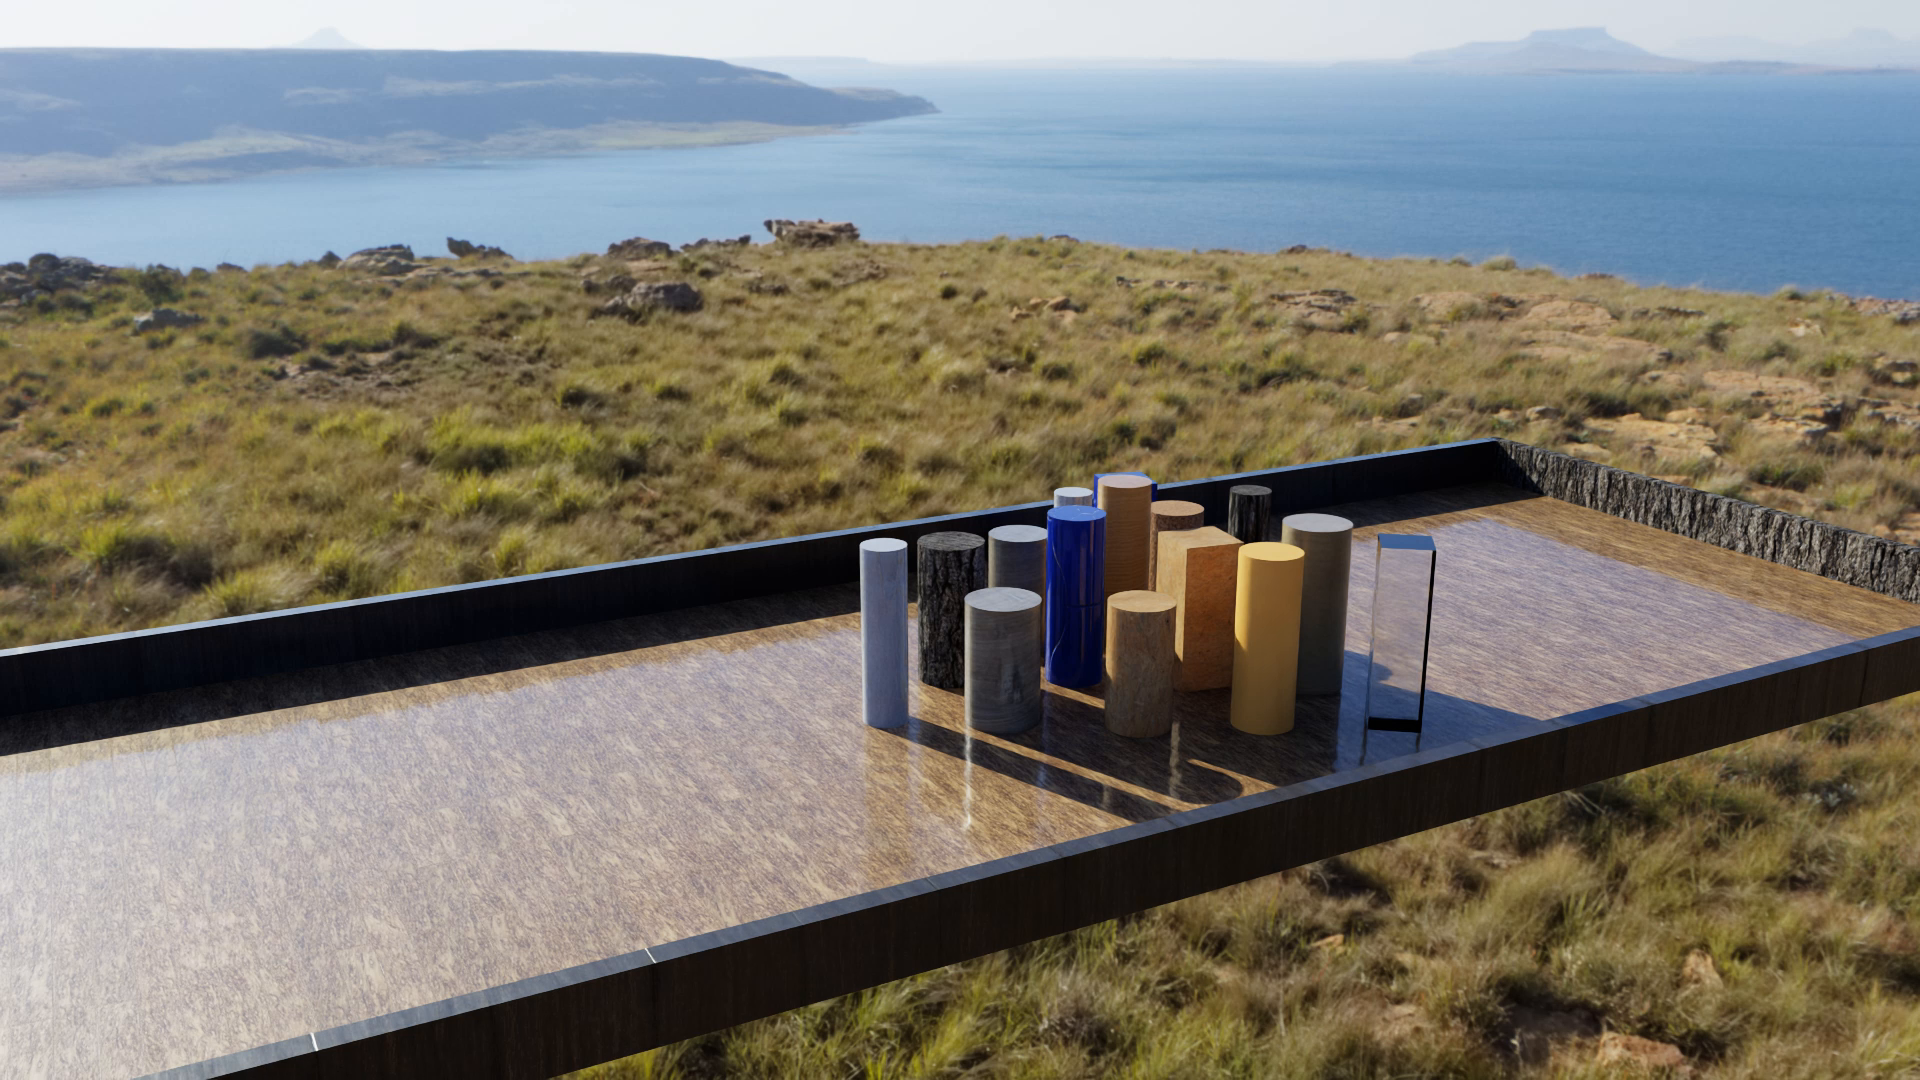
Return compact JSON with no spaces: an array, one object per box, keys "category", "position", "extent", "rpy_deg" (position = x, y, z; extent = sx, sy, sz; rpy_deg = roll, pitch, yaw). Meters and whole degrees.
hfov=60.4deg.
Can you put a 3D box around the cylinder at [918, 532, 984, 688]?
[{"category":"cylinder","position":[-0.022,0.174,4.129],"extent":[0.167,0.358,0.167],"rpy_deg":[0,16,0]}]

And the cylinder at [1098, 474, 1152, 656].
[{"category":"cylinder","position":[0.425,0.068,4.315],"extent":[0.139,0.457,0.139],"rpy_deg":[0,16,0]}]

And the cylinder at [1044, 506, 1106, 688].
[{"category":"cylinder","position":[0.287,0.140,4.113],"extent":[0.146,0.431,0.146],"rpy_deg":[0,16,0]}]

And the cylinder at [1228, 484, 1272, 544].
[{"category":"cylinder","position":[0.750,0.080,4.313],"extent":[0.107,0.434,0.107],"rpy_deg":[0,16,0]}]

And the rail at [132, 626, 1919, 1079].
[{"category":"rail","position":[-2.336,1.006,1.665],"extent":[12.000,0.150,0.050],"rpy_deg":[-9,18,-27]}]

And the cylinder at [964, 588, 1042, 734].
[{"category":"cylinder","position":[0.100,0.281,3.866],"extent":[0.179,0.300,0.179],"rpy_deg":[0,16,0]}]

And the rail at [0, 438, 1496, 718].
[{"category":"rail","position":[-3.305,0.497,3.399],"extent":[12.000,0.150,0.050],"rpy_deg":[-9,18,-27]}]

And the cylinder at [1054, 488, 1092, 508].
[{"category":"cylinder","position":[0.313,0.036,4.605],"extent":[0.107,0.353,0.107],"rpy_deg":[0,16,0]}]

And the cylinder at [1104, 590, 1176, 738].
[{"category":"cylinder","position":[0.419,0.287,3.836],"extent":[0.159,0.306,0.159],"rpy_deg":[0,16,0]}]

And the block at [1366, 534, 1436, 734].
[{"category":"block","position":[1.022,0.216,3.834],"extent":[0.121,0.442,0.121],"rpy_deg":[3,17,10]}]

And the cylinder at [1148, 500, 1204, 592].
[{"category":"cylinder","position":[0.591,0.063,4.585],"extent":[0.161,0.314,0.161],"rpy_deg":[0,16,0]}]

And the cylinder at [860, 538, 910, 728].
[{"category":"cylinder","position":[-0.176,0.218,3.849],"extent":[0.110,0.431,0.110],"rpy_deg":[0,16,0]}]

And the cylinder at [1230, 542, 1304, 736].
[{"category":"cylinder","position":[0.712,0.228,3.829],"extent":[0.148,0.422,0.148],"rpy_deg":[0,16,0]}]

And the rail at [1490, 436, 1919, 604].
[{"category":"rail","position":[2.466,-0.048,5.253],"extent":[0.050,0.150,2.100],"rpy_deg":[-9,18,-27]}]

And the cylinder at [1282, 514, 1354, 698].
[{"category":"cylinder","position":[0.869,0.160,4.066],"extent":[0.168,0.420,0.168],"rpy_deg":[0,16,0]}]

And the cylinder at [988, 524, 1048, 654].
[{"category":"cylinder","position":[0.155,0.132,4.351],"extent":[0.161,0.312,0.161],"rpy_deg":[0,16,0]}]

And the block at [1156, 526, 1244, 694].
[{"category":"block","position":[0.592,0.171,4.112],"extent":[0.155,0.372,0.155],"rpy_deg":[-6,17,-19]}]

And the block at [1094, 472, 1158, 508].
[{"category":"block","position":[0.481,-0.020,4.837],"extent":[0.144,0.330,0.144],"rpy_deg":[-4,17,-13]}]
